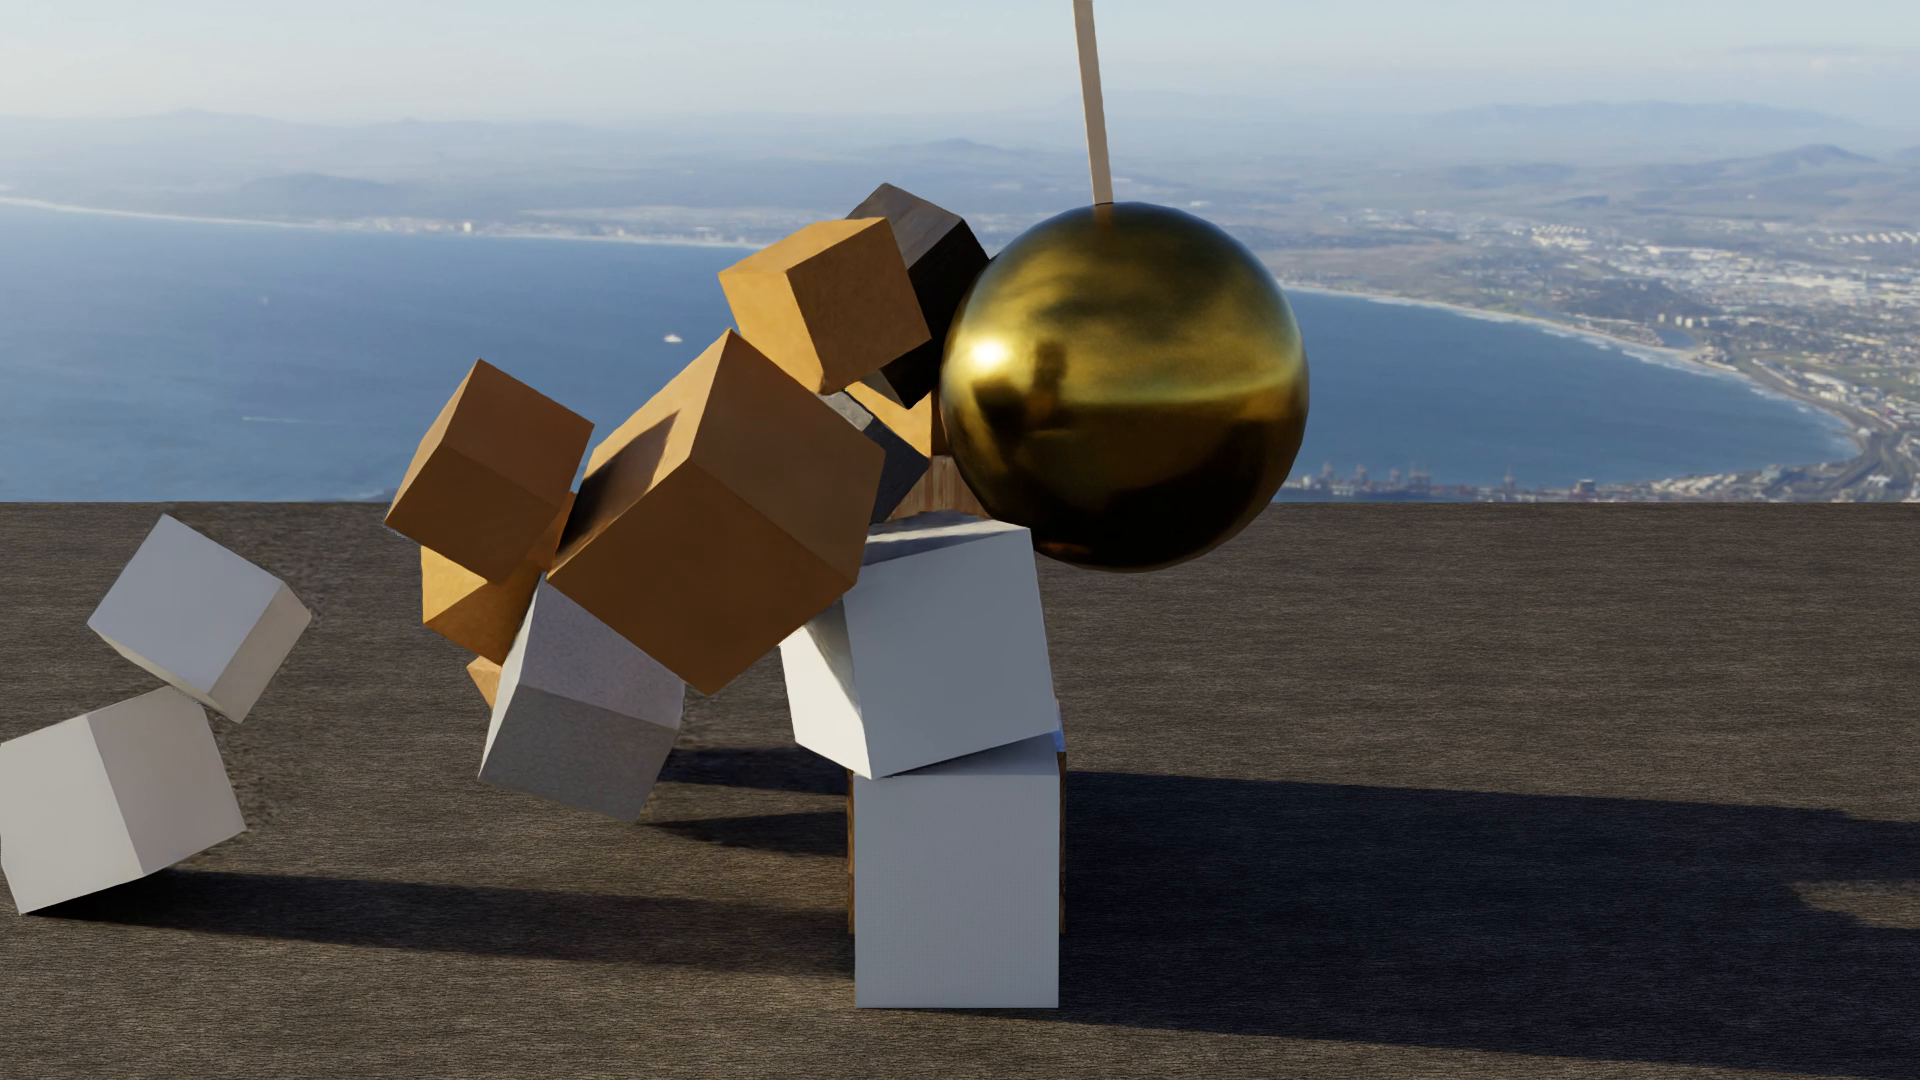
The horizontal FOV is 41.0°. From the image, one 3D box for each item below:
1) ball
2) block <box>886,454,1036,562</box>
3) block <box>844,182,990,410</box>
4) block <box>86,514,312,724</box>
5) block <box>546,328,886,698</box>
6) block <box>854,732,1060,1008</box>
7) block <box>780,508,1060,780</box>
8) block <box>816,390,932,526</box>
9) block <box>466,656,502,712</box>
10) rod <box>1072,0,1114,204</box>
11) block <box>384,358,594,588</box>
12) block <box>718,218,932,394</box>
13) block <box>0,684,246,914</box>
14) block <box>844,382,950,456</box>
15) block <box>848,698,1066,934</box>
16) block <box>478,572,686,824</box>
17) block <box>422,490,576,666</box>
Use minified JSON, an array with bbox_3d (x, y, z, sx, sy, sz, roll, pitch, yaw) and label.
[{"bbox_3d":[0.705,-0.655,11.061,1.600,1.600,1.600,0,10,0],"label":"ball"},{"bbox_3d":[-0.096,-0.041,12.423,0.769,0.833,0.769,3,11,15],"label":"block"},{"bbox_3d":[-0.290,-1.124,11.749,0.709,0.561,0.684,-44,38,-11],"label":"block"},{"bbox_3d":[-3.216,0.340,10.893,0.607,0.558,0.523,29,-16,8],"label":"block"},{"bbox_3d":[-0.883,-0.093,9.425,0.838,0.766,0.765,-37,26,33],"label":"block"},{"bbox_3d":[-0.013,1.256,10.102,0.772,0.915,0.846,0,10,0],"label":"block"},{"bbox_3d":[-0.196,0.381,9.948,0.786,0.793,0.794,-13,11,-23],"label":"block"},{"bbox_3d":[-0.638,-0.335,10.457,0.652,0.631,0.542,41,2,31],"label":"block"},{"bbox_3d":[-2.051,0.738,13.240,0.612,0.563,0.555,4,39,48],"label":"block"},{"bbox_3d":[0.306,-3.977,10.457,0.080,5.200,0.080,-7,10,1],"label":"rod"},{"bbox_3d":[-1.719,-0.244,9.381,0.486,0.504,0.475,30,41,-16],"label":"block"},{"bbox_3d":[-0.509,-0.880,9.647,0.492,0.494,0.475,-32,22,-30],"label":"block"},{"bbox_3d":[-3.665,1.093,11.028,0.689,0.710,0.711,-18,3,22],"label":"block"},{"bbox_3d":[-0.145,-0.757,12.399,0.602,0.583,0.591,10,14,43],"label":"block"},{"bbox_3d":[-0.014,1.164,10.994,0.896,0.776,0.922,0,10,0],"label":"block"},{"bbox_3d":[-1.763,0.745,12.170,0.767,0.670,0.774,18,38,-14],"label":"block"},{"bbox_3d":[-2.171,0.142,12.622,0.687,0.610,0.632,-31,-42,24],"label":"block"}]
